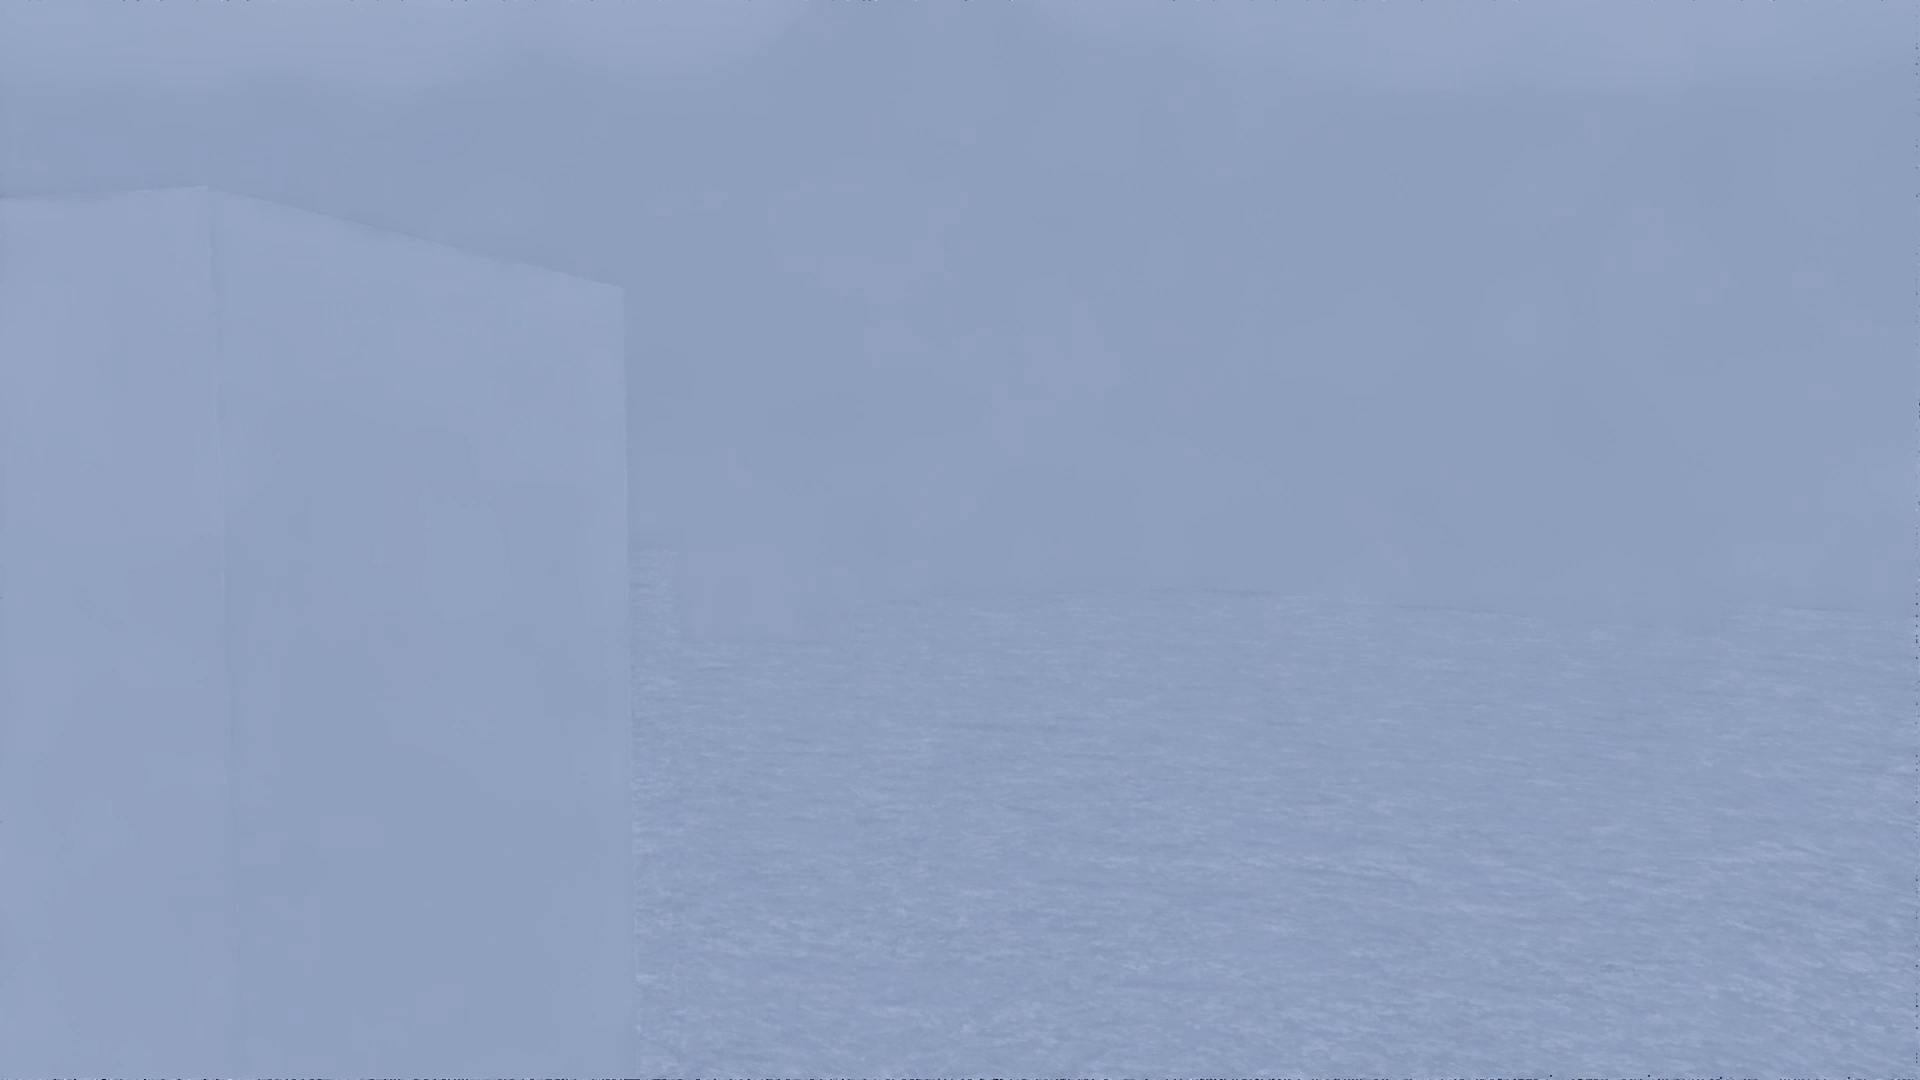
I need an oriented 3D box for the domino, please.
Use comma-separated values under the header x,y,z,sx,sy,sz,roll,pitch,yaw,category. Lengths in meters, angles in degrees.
x,y,z,sx,sy,sz,roll,pitch,yaw,category
0.011,0.017,0.005,0.025,0.050,0.010,1,4,10,domino
